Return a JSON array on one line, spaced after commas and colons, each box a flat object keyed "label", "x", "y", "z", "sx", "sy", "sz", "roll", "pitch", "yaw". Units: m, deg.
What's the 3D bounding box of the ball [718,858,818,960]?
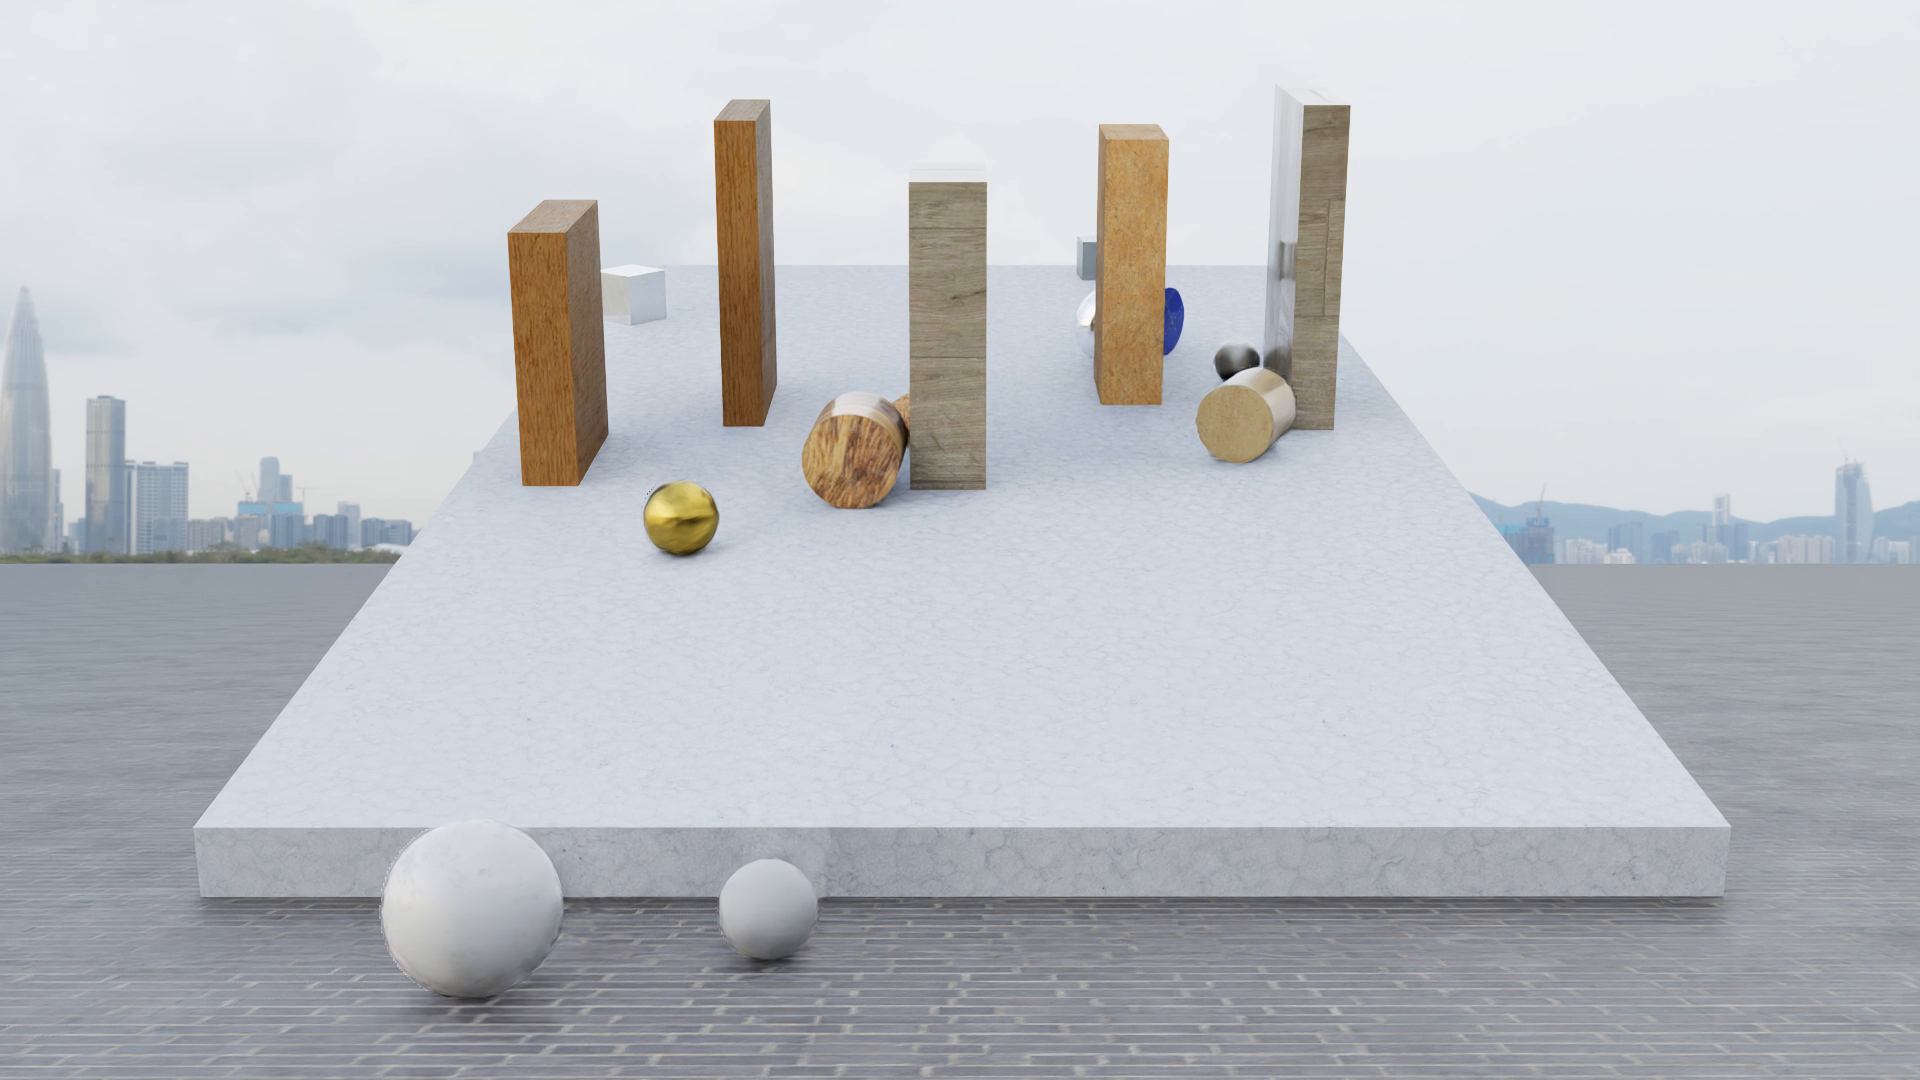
[{"label": "ball", "x": -0.213, "y": 0.410, "z": 2.477, "sx": 0.111, "sy": 0.111, "sz": 0.111, "roll": 0, "pitch": 0, "yaw": 0}]

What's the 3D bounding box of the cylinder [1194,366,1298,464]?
[{"label": "cylinder", "x": 0.596, "y": -0.260, "z": 4.636, "sx": 0.165, "sy": 0.165, "sz": 0.165, "roll": 0, "pitch": 20, "yaw": 30}]

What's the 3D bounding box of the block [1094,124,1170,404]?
[{"label": "block", "x": 0.389, "y": -0.633, "z": 5.099, "sx": 0.137, "sy": 0.598, "sz": 0.276, "roll": 0, "pitch": 17, "yaw": 0}]

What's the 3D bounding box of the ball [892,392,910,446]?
[{"label": "ball", "x": -0.093, "y": -0.253, "z": 4.692, "sx": 0.117, "sy": 0.117, "sz": 0.117, "roll": 0, "pitch": 0, "yaw": 0}]

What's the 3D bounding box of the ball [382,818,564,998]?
[{"label": "ball", "x": -0.494, "y": 0.373, "z": 2.262, "sx": 0.180, "sy": 0.180, "sz": 0.180, "roll": 0, "pitch": 0, "yaw": 0}]

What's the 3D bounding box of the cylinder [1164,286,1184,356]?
[{"label": "cylinder", "x": 0.443, "y": -0.555, "z": 5.564, "sx": 0.170, "sy": 0.170, "sz": 0.170, "roll": 12, "pitch": 6, "yaw": 33}]

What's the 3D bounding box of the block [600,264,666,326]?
[{"label": "block", "x": -0.877, "y": -0.654, "z": 5.939, "sx": 0.130, "sy": 0.130, "sz": 0.130, "roll": 14, "pitch": 22, "yaw": 37}]

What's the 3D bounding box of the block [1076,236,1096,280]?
[{"label": "block", "x": 0.406, "y": -0.826, "z": 6.521, "sx": 0.112, "sy": 0.112, "sz": 0.112, "roll": -2, "pitch": 18, "yaw": -6}]

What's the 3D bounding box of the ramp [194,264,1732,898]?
[{"label": "ramp", "x": -0.003, "y": -0.180, "z": 4.821, "sx": 2.000, "sy": 0.100, "sz": 4.000, "roll": 0, "pitch": 17, "yaw": 0}]

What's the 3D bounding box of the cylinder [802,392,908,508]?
[{"label": "cylinder", "x": -0.203, "y": -0.176, "z": 4.330, "sx": 0.186, "sy": 0.186, "sz": 0.186, "roll": 0, "pitch": 17, "yaw": 4}]

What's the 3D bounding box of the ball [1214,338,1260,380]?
[{"label": "ball", "x": 0.651, "y": -0.421, "z": 5.242, "sx": 0.108, "sy": 0.108, "sz": 0.108, "roll": 0, "pitch": 0, "yaw": 0}]

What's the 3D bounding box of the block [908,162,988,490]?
[{"label": "block", "x": -0.024, "y": -0.428, "z": 4.434, "sx": 0.149, "sy": 0.606, "sz": 0.270, "roll": 0, "pitch": 17, "yaw": 0}]

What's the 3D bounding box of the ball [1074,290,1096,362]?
[{"label": "ball", "x": 0.377, "y": -0.516, "z": 5.387, "sx": 0.203, "sy": 0.203, "sz": 0.203, "roll": 0, "pitch": 0, "yaw": 0}]

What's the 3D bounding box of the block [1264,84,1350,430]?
[{"label": "block", "x": 0.763, "y": -0.636, "z": 4.945, "sx": 0.098, "sy": 0.698, "sz": 0.431, "roll": 0, "pitch": 17, "yaw": 0}]

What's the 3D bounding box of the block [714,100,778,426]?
[{"label": "block", "x": -0.474, "y": -0.624, "z": 4.962, "sx": 0.088, "sy": 0.661, "sz": 0.403, "roll": 0, "pitch": 17, "yaw": 0}]

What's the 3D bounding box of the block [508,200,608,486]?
[{"label": "block", "x": -0.812, "y": -0.409, "z": 4.537, "sx": 0.111, "sy": 0.505, "sz": 0.409, "roll": 0, "pitch": 17, "yaw": 0}]

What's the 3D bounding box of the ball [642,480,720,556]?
[{"label": "ball", "x": -0.498, "y": -0.040, "z": 3.983, "sx": 0.135, "sy": 0.135, "sz": 0.135, "roll": 0, "pitch": 0, "yaw": 0}]
